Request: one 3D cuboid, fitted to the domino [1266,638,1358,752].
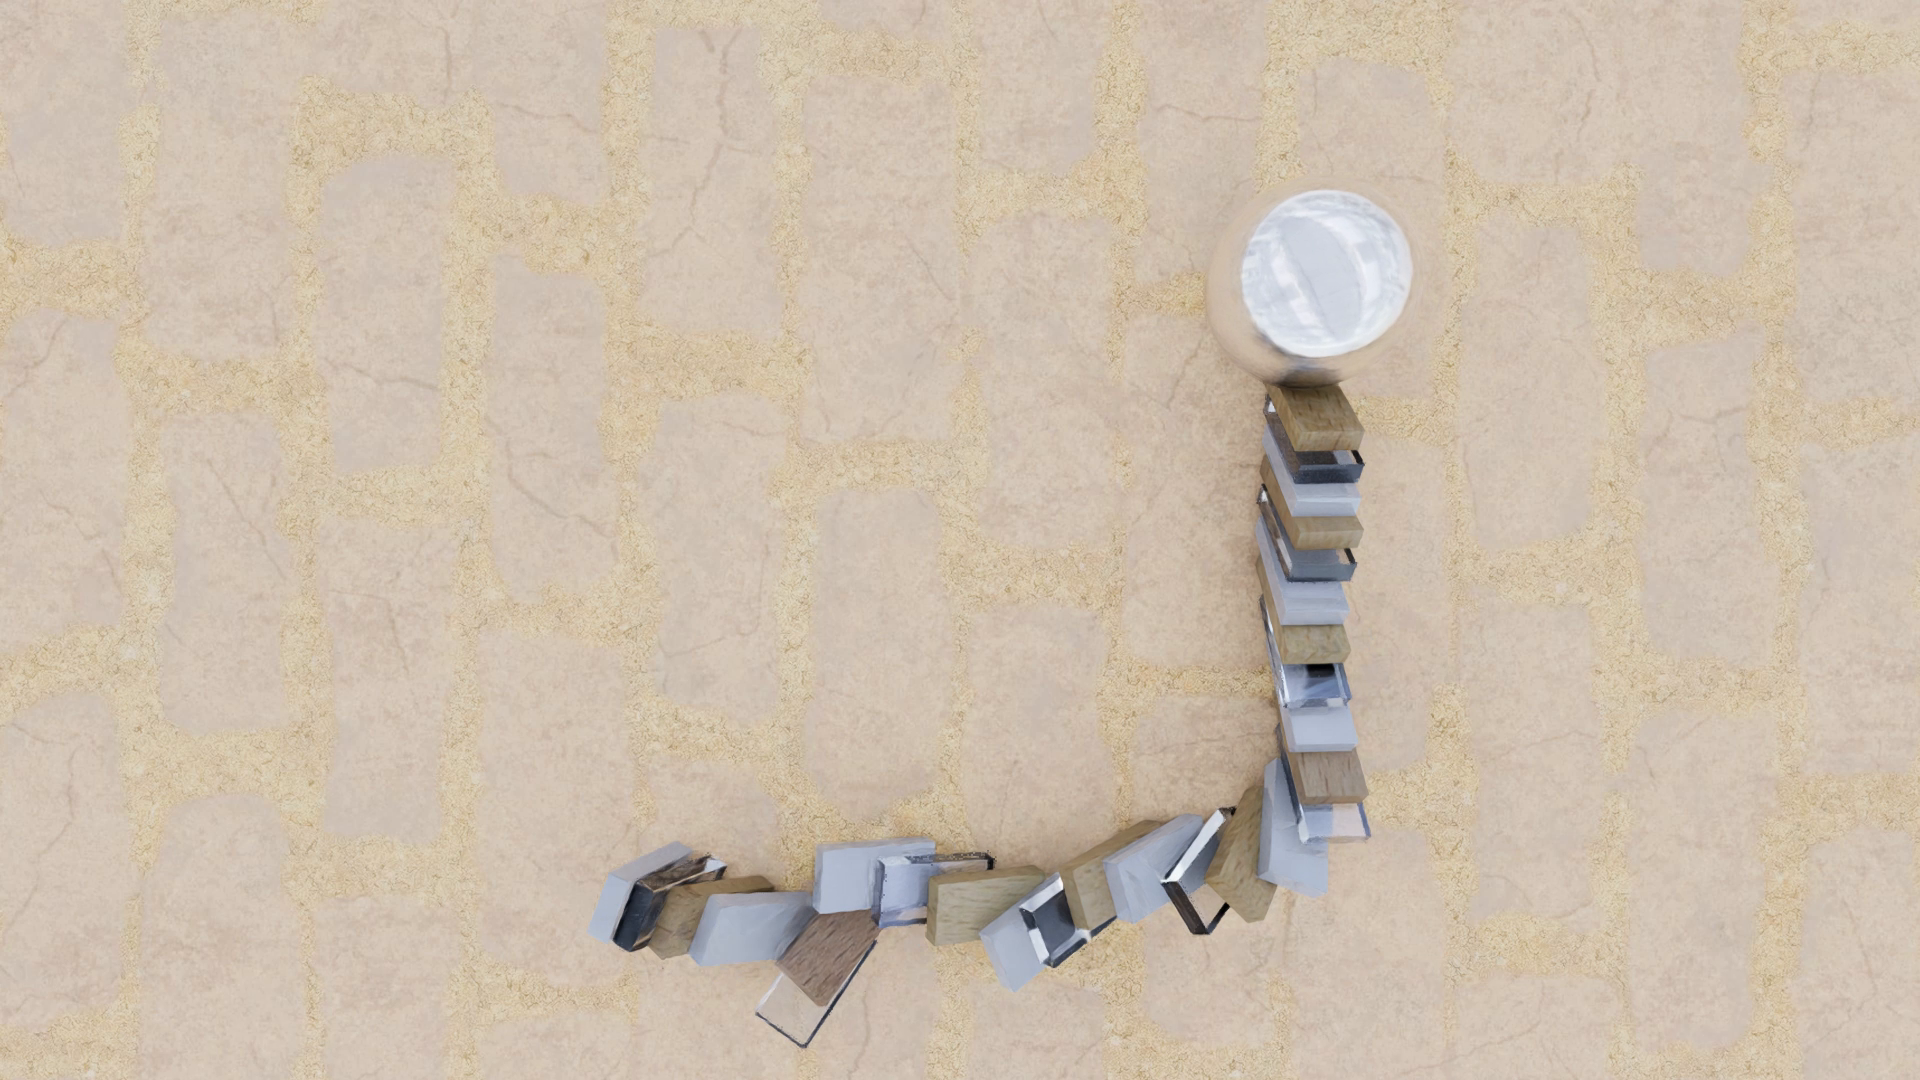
[{"bbox_3d":[0.146,0.063,0.383,0.025,0.010,0.050,-1,58,0],"label":"domino"}]

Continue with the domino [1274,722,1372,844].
[{"bbox_3d":[0.150,0.100,0.382,0.025,0.010,0.050,-2,55,0],"label":"domino"}]

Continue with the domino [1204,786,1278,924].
[{"bbox_3d":[0.122,0.129,0.380,0.025,0.009,0.050,45,50,0],"label":"domino"}]

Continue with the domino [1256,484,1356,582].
[{"bbox_3d":[0.142,-0.004,0.378,0.025,0.050,0.009,-1,133,0],"label":"domino"}]

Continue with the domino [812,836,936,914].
[{"bbox_3d":[-0.035,0.140,0.384,0.050,0.010,0.025,5,86,-26],"label":"domino"}]

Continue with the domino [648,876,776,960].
[{"bbox_3d":[-0.101,0.154,0.377,0.009,0.050,0.025,21,90,36],"label":"domino"}]

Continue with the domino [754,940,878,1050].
[{"bbox_3d":[-0.060,0.183,0.387,0.025,0.010,0.050,39,72,-5],"label":"domino"}]

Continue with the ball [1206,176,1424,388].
[{"bbox_3d":[0.138,-0.100,0.360,0.080,0.080,0.080,0,90,0],"label":"ball"}]

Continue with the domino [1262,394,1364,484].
[{"bbox_3d":[0.145,-0.043,0.378,0.025,0.050,0.009,-1,133,0],"label":"domino"}]

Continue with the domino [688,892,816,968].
[{"bbox_3d":[-0.084,0.160,0.379,0.009,0.050,0.025,21,90,44],"label":"domino"}]

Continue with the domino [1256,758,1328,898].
[{"bbox_3d":[0.139,0.119,0.381,0.025,0.009,0.050,21,52,-2],"label":"domino"}]

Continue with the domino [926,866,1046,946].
[{"bbox_3d":[0.011,0.153,0.385,0.050,0.010,0.025,4,90,-26],"label":"domino"}]

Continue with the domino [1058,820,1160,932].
[{"bbox_3d":[0.066,0.139,0.383,0.050,0.010,0.025,-16,90,-32],"label":"domino"}]

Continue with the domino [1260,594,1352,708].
[{"bbox_3d":[0.144,0.045,0.383,0.025,0.010,0.050,-2,58,0],"label":"domino"}]

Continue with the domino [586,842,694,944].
[{"bbox_3d":[-0.129,0.143,0.375,0.009,0.050,0.025,21,90,13],"label":"domino"}]

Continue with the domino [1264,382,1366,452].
[{"bbox_3d":[0.145,-0.056,0.378,0.025,0.050,0.009,-1,133,0],"label":"domino"}]

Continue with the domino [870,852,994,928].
[{"bbox_3d":[-0.011,0.146,0.385,0.050,0.010,0.025,6,89,-26],"label":"domino"}]

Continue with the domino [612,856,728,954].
[{"bbox_3d":[-0.117,0.148,0.375,0.010,0.050,0.025,21,90,20],"label":"domino"}]

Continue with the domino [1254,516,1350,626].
[{"bbox_3d":[0.141,0.012,0.380,0.025,0.009,0.050,-1,51,0],"label":"domino"}]

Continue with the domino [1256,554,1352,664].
[{"bbox_3d":[0.142,0.027,0.381,0.025,0.010,0.050,-2,52,0],"label":"domino"}]

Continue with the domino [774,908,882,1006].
[{"bbox_3d":[-0.050,0.164,0.381,0.025,0.009,0.050,45,53,0],"label":"domino"}]

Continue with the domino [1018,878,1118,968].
[{"bbox_3d":[0.050,0.152,0.382,0.050,0.009,0.025,-23,94,-32],"label":"domino"}]

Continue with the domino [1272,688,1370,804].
[{"bbox_3d":[0.149,0.084,0.382,0.025,0.009,0.050,-2,55,0],"label":"domino"}]

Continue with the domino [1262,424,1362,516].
[{"bbox_3d":[0.144,-0.030,0.378,0.025,0.050,0.010,-1,133,1],"label":"domino"}]

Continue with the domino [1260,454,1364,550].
[{"bbox_3d":[0.144,-0.017,0.378,0.025,0.050,0.010,-2,133,-1],"label":"domino"}]

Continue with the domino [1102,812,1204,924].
[{"bbox_3d":[0.084,0.136,0.383,0.050,0.010,0.025,-16,90,-32],"label":"domino"}]

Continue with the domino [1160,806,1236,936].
[{"bbox_3d":[0.106,0.136,0.380,0.050,0.009,0.025,-31,90,-41],"label":"domino"}]

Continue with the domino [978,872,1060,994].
[{"bbox_3d":[0.034,0.161,0.382,0.050,0.009,0.025,-25,95,-32],"label":"domino"}]
